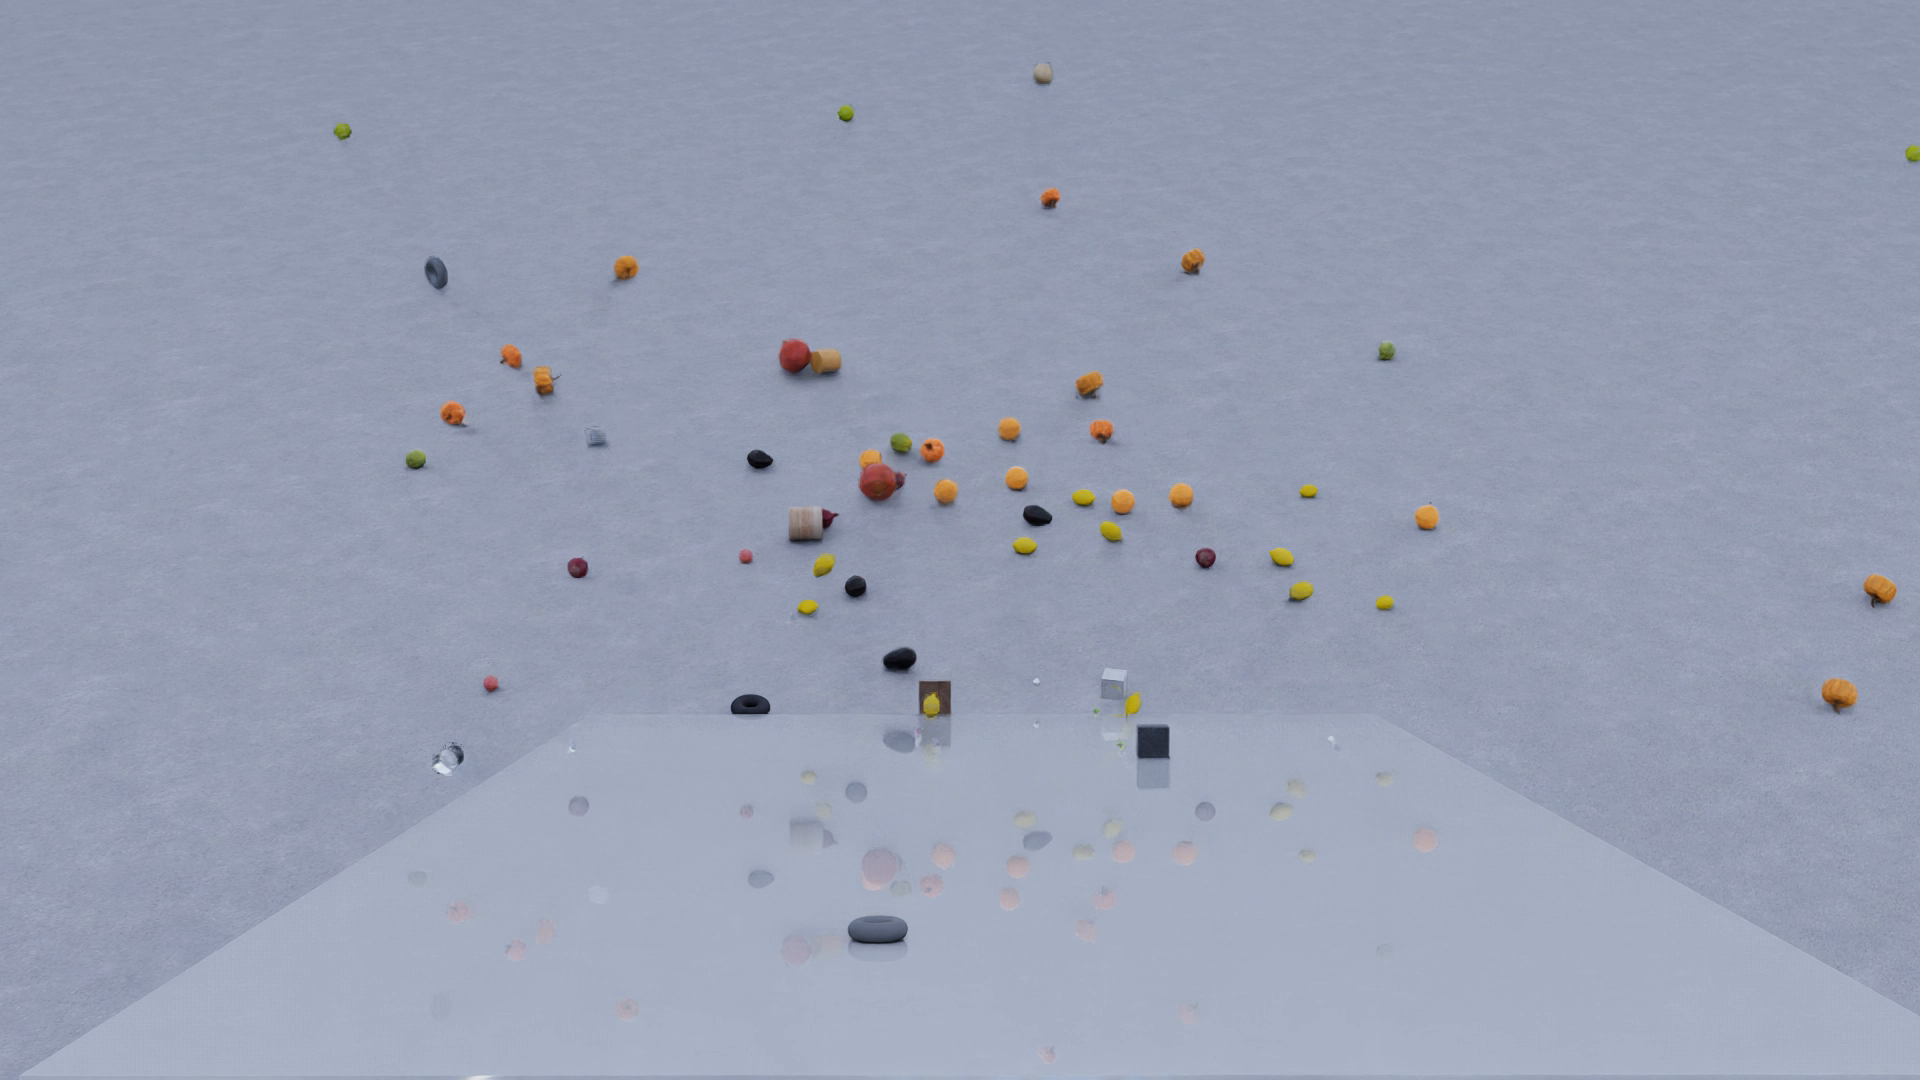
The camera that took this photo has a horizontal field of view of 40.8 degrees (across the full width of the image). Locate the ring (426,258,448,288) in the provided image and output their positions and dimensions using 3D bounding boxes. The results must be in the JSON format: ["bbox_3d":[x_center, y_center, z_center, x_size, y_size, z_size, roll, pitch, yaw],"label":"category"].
[{"bbox_3d":[-1.937,-0.989,9.549,0.040,0.120,0.120,-19,32,-35],"label":"ring"}]

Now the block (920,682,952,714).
[{"bbox_3d":[-0.064,0.410,6.611,0.081,0.081,0.081,0,-13,0],"label":"block"}]

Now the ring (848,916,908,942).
[{"bbox_3d":[-0.106,0.504,3.339,0.078,0.026,0.078,-1,2,0],"label":"ring"}]

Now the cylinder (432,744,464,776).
[{"bbox_3d":[-1.286,0.552,6.490,0.057,0.057,0.057,12,33,23],"label":"cylinder"}]

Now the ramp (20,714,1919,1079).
[{"bbox_3d":[0.060,0.539,4.575,2.000,0.100,4.000,0,1,0],"label":"ramp"}]

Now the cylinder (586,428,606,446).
[{"bbox_3d":[-1.172,-0.334,8.293,0.052,0.052,0.052,-9,28,-21],"label":"cylinder"}]

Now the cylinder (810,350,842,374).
[{"bbox_3d":[-0.458,-0.611,8.814,0.077,0.077,0.077,-8,26,-34],"label":"cylinder"}]

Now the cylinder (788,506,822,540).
[{"bbox_3d":[-0.459,-0.050,7.666,0.099,0.099,0.099,-2,26,-4],"label":"cylinder"}]

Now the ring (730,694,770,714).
[{"bbox_3d":[-0.548,0.438,6.751,0.104,0.035,0.104,1,26,-1],"label":"ring"}]

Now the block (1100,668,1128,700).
[{"bbox_3d":[0.408,0.382,6.836,0.059,0.059,0.059,6,27,12],"label":"block"}]

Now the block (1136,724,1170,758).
[{"bbox_3d":[0.415,0.433,5.563,0.066,0.066,0.066,0,1,0],"label":"block"}]

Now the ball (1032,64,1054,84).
[{"bbox_3d":[0.385,-2.155,11.933,0.096,0.096,0.096,0,26,0],"label":"ball"}]
